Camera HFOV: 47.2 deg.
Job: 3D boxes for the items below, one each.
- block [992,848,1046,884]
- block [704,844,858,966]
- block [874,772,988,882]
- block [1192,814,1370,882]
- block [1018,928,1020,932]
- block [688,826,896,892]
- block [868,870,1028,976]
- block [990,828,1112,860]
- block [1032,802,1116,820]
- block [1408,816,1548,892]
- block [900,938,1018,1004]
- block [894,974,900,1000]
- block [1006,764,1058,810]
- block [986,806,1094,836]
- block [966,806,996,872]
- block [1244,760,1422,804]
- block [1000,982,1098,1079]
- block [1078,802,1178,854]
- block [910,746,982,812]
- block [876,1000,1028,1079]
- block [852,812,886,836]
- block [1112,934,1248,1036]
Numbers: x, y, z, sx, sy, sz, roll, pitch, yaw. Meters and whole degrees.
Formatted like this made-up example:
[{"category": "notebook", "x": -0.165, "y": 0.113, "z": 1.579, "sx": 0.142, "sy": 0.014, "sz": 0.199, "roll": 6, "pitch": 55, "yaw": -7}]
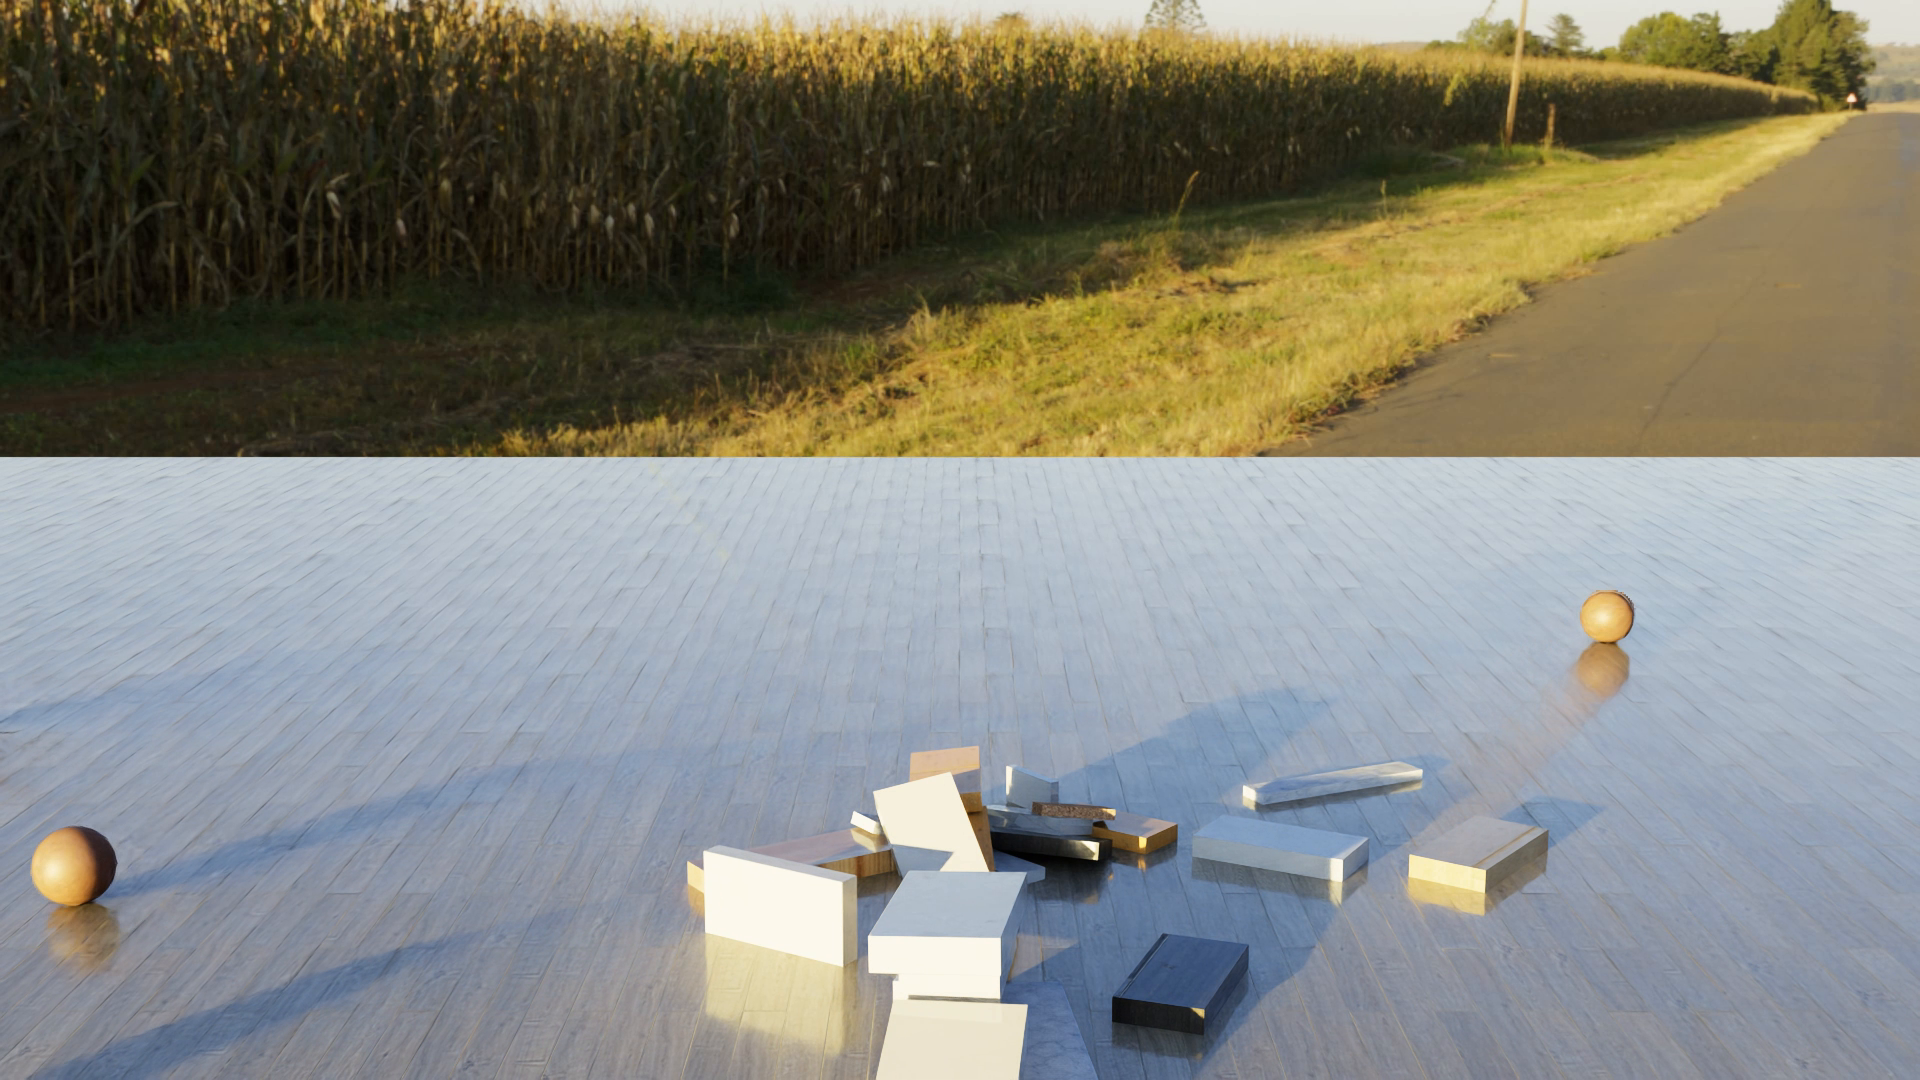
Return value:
[{"category": "block", "x": 0.069, "y": 0.561, "z": 3.769, "sx": 0.073, "sy": 0.021, "sz": 0.146, "roll": -9, "pitch": 14, "yaw": -41}, {"category": "block", "x": -0.281, "y": 0.567, "z": 3.423, "sx": 0.269, "sy": 0.135, "sz": 0.038, "roll": 7, "pitch": 12, "yaw": 32}, {"category": "block", "x": -0.045, "y": 0.499, "z": 3.611, "sx": 0.135, "sy": 0.038, "sz": 0.269, "roll": -14, "pitch": 38, "yaw": -8}, {"category": "block", "x": 0.561, "y": 0.537, "z": 3.846, "sx": 0.275, "sy": 0.039, "sz": 0.137, "roll": 6, "pitch": 12, "yaw": 29}, {"category": "block", "x": 0.009, "y": 0.584, "z": 3.360, "sx": 0.134, "sy": 0.038, "sz": 0.268, "roll": 0, "pitch": -8, "yaw": 8}, {"category": "block", "x": -0.277, "y": 0.554, "z": 3.754, "sx": 0.347, "sy": 0.039, "sz": 0.137, "roll": -7, "pitch": 13, "yaw": -33}, {"category": "block", "x": -0.011, "y": 0.534, "z": 3.093, "sx": 0.177, "sy": 0.050, "sz": 0.354, "roll": 0, "pitch": 6, "yaw": 8}, {"category": "block", "x": 0.152, "y": 0.530, "z": 3.839, "sx": 0.210, "sy": 0.030, "sz": 0.105, "roll": 4, "pitch": -3, "yaw": 17}, {"category": "block", "x": 0.202, "y": 0.484, "z": 3.925, "sx": 0.135, "sy": 0.019, "sz": 0.068, "roll": 5, "pitch": -3, "yaw": -13}, {"category": "block", "x": 0.903, "y": 0.543, "z": 3.818, "sx": 0.137, "sy": 0.039, "sz": 0.274, "roll": 8, "pitch": 13, "yaw": 36}, {"category": "block", "x": 0.001, "y": 0.582, "z": 3.051, "sx": 0.134, "sy": 0.038, "sz": 0.268, "roll": 0, "pitch": 6, "yaw": 6}, {"category": "block", "x": -0.007, "y": 0.617, "z": 3.145, "sx": 0.134, "sy": 0.038, "sz": 0.268, "roll": 0, "pitch": 3, "yaw": 8}, {"category": "block", "x": 0.136, "y": 0.471, "z": 4.126, "sx": 0.019, "sy": 0.067, "sz": 0.135, "roll": -8, "pitch": 13, "yaw": -35}, {"category": "block", "x": 0.122, "y": 0.503, "z": 3.950, "sx": 0.210, "sy": 0.030, "sz": 0.105, "roll": 3, "pitch": -3, "yaw": 37}, {"category": "block", "x": -0.006, "y": 0.532, "z": 3.656, "sx": 0.123, "sy": 0.035, "sz": 0.246, "roll": -7, "pitch": 28, "yaw": -1}, {"category": "block", "x": 0.725, "y": 0.470, "z": 4.264, "sx": 0.374, "sy": 0.019, "sz": 0.067, "roll": -5, "pitch": 12, "yaw": -26}, {"category": "block", "x": 0.074, "y": 0.692, "z": 2.982, "sx": 0.177, "sy": 0.050, "sz": 0.354, "roll": -1, "pitch": 11, "yaw": -6}, {"category": "block", "x": 0.275, "y": 0.519, "z": 3.968, "sx": 0.210, "sy": 0.030, "sz": 0.105, "roll": 8, "pitch": 13, "yaw": 37}, {"category": "block", "x": -0.025, "y": 0.422, "z": 3.849, "sx": 0.123, "sy": 0.035, "sz": 0.246, "roll": -6, "pitch": 13, "yaw": 1}, {"category": "block", "x": -0.017, "y": 0.699, "z": 2.737, "sx": 0.177, "sy": 0.050, "sz": 0.354, "roll": 1, "pitch": 23, "yaw": 6}, {"category": "block", "x": -0.113, "y": 0.512, "z": 3.911, "sx": 0.146, "sy": 0.021, "sz": 0.073, "roll": 15, "pitch": 0, "yaw": -35}, {"category": "block", "x": 0.328, "y": 0.651, "z": 3.238, "sx": 0.135, "sy": 0.038, "sz": 0.269, "roll": 4, "pitch": 11, "yaw": 20}]
